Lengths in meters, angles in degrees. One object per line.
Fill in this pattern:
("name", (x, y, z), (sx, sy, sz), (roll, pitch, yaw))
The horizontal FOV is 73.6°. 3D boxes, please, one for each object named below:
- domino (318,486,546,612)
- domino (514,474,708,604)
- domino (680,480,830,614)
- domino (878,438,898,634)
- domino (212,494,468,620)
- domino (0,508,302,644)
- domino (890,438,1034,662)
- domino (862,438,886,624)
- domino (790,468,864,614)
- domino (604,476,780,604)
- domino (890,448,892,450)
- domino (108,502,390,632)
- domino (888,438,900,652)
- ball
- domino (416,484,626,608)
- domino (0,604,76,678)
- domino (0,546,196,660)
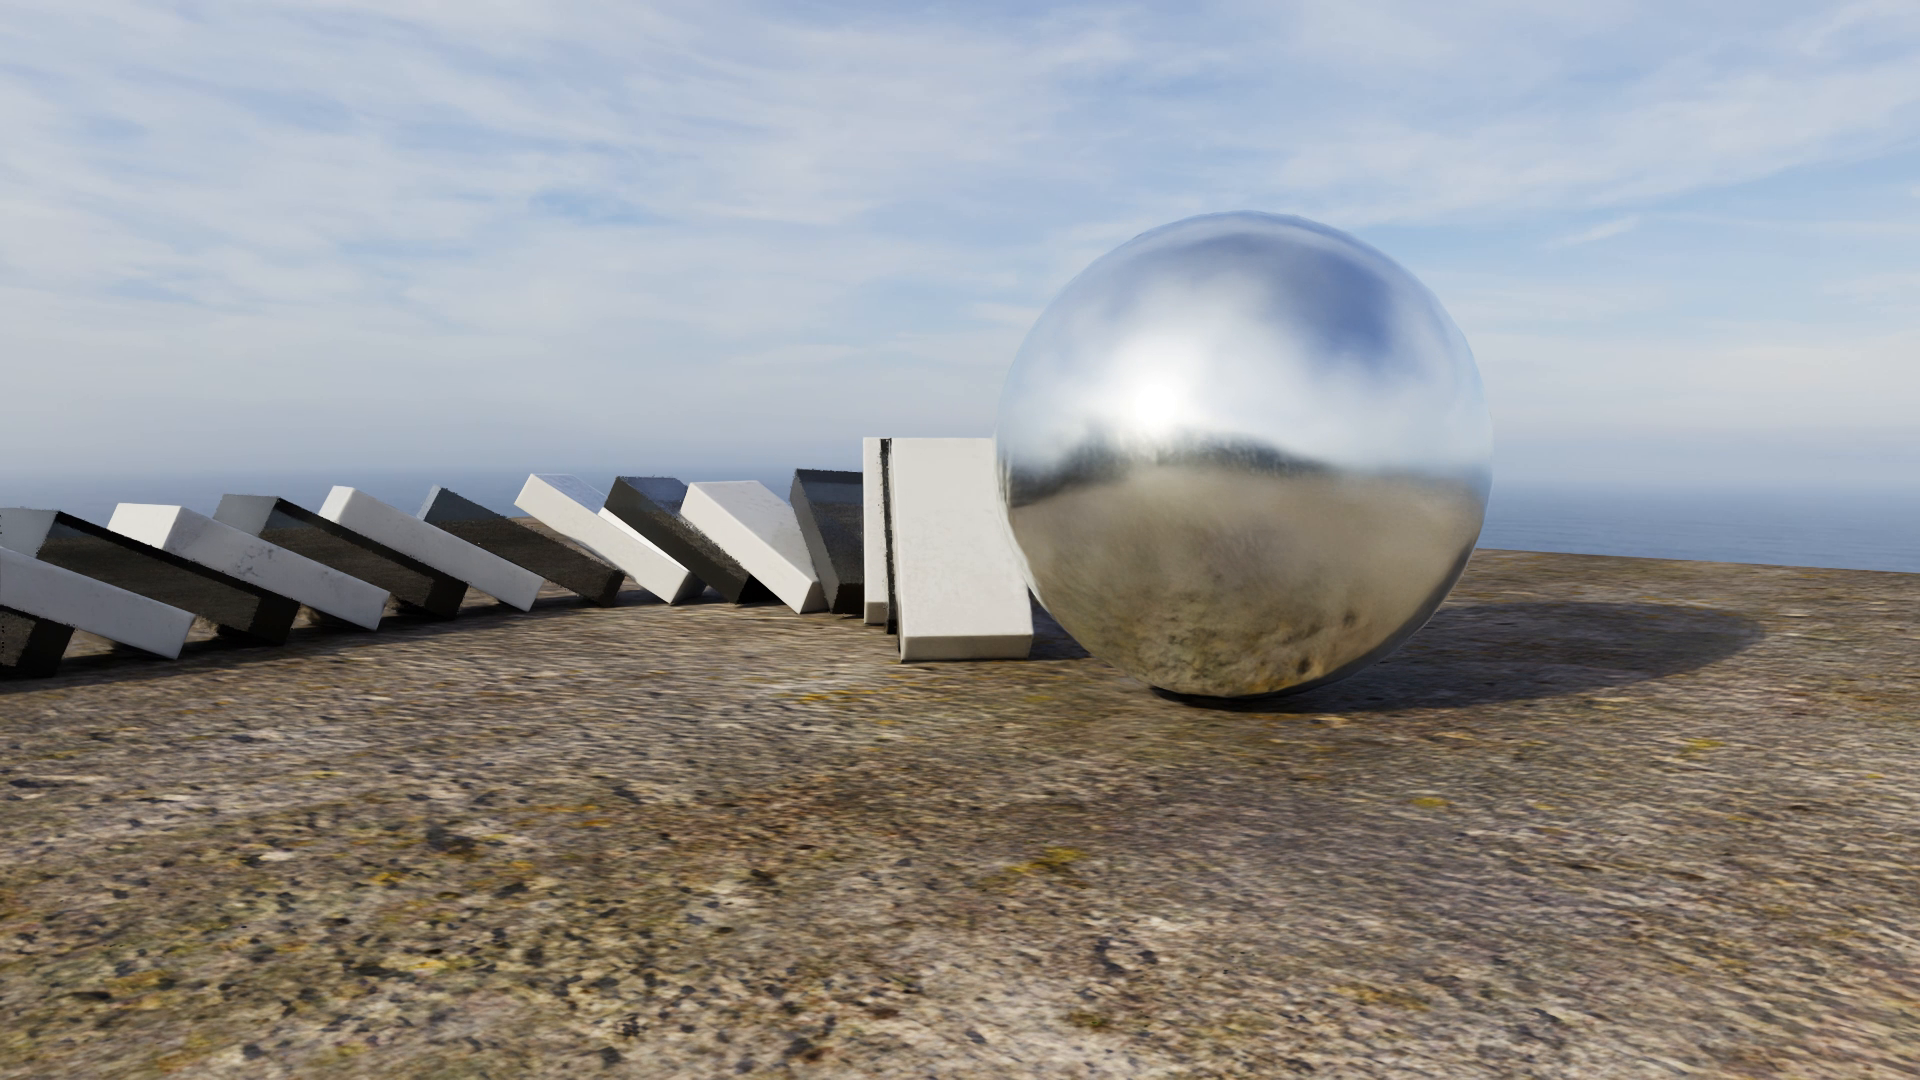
("domino", (-0.132, 0.002, 0.320), (0.050, 0.010, 0.025), (31, -15, -32))
("domino", (-0.093, -0.001, 0.350), (0.050, 0.010, 0.025), (32, 6, 5))
("domino", (-0.049, 0.001, 0.341), (0.050, 0.009, 0.025), (36, 24, 29))
("domino", (-0.005, -0.002, 0.300), (0.025, 0.050, 0.010), (0, -37, -7))
("domino", (-0.144, 0.005, 0.299), (0.025, 0.009, 0.050), (3, -22, 37))
("domino", (-0.165, 0.008, 0.260), (0.025, 0.010, 0.050), (3, -21, 32))
("domino", (-0.001, 0.001, 0.263), (0.025, 0.050, 0.009), (-1, -37, -7))
("domino", (-0.011, -0.003, 0.312), (0.025, 0.050, 0.009), (1, -37, -6))
("domino", (-0.026, 0.000, 0.331), (0.025, 0.010, 0.050), (2, 35, -23))
("domino", (-0.070, -0.001, 0.351), (0.050, 0.009, 0.025), (34, 15, 21))
("domino", (-0.002, -0.001, 0.288), (0.025, 0.050, 0.010), (-1, -37, -7))
("domino", (-0.154, 0.007, 0.280), (0.025, 0.009, 0.050), (3, -21, 32))
("domino", (-0.002, 0.000, 0.275), (0.025, 0.050, 0.009), (-1, -37, -7))
("ball", (0.045, -0.013, 0.213), (0.080, 0.080, 0.080), (0, 4, 0))
("domino", (-0.114, 0.002, 0.334), (0.050, 0.010, 0.025), (29, -9, -25))
("domino", (-0.187, 0.011, 0.223), (0.025, 0.010, 0.050), (3, -21, 33))
("domino", (-0.176, 0.009, 0.241), (0.025, 0.010, 0.050), (3, -21, 32))
